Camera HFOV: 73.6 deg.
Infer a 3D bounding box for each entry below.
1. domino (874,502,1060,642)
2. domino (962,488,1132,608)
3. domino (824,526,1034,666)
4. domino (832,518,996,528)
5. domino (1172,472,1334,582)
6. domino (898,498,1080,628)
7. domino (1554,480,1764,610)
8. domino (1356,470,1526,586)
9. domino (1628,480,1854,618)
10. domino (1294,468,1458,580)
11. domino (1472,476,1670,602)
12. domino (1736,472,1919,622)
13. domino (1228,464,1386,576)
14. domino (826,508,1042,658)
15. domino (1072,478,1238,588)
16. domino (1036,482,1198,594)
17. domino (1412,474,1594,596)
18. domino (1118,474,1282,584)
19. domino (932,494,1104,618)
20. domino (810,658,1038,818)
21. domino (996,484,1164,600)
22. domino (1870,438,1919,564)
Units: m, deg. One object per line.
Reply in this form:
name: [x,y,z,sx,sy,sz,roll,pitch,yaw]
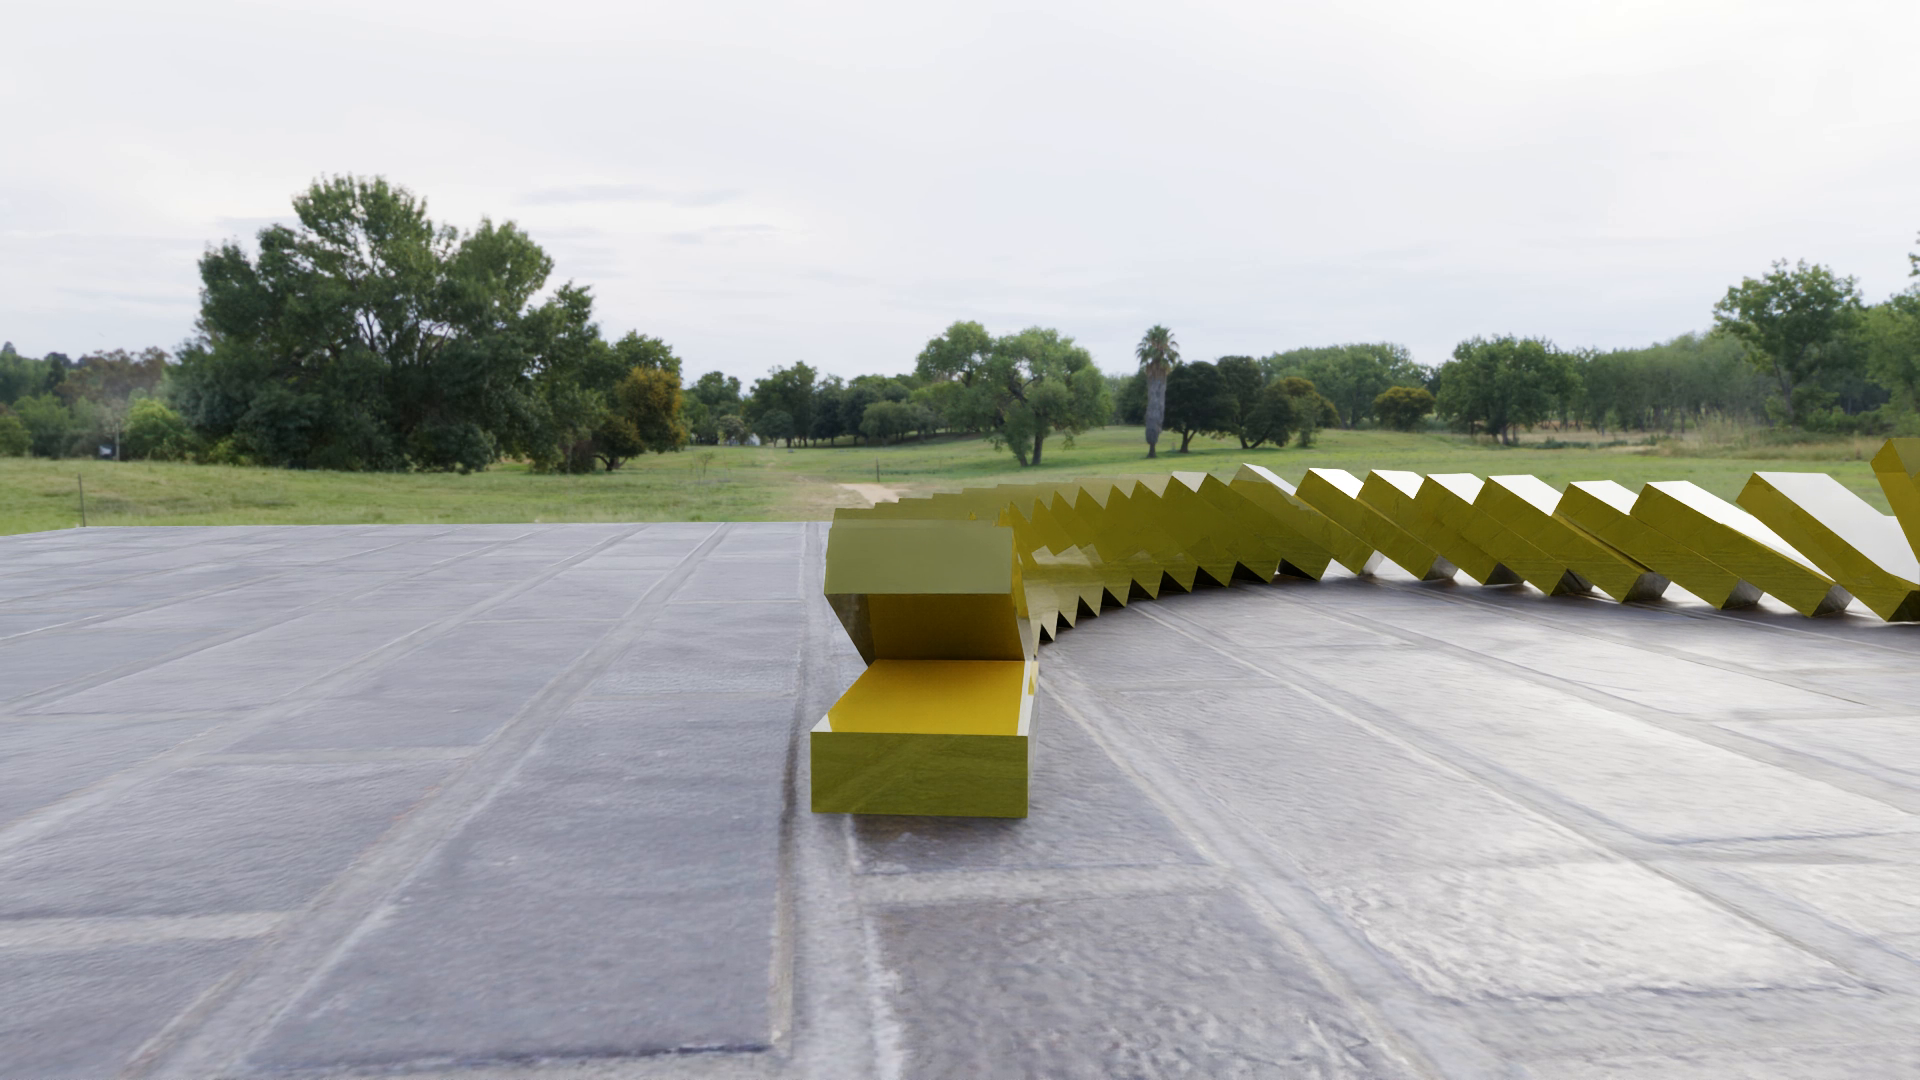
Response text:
domino: [0.002,0.007,0.260,0.025,0.010,0.050,2,-23,19]
domino: [0.022,0.002,0.322,0.025,0.009,0.050,3,-23,32]
domino: [-0.003,0.012,0.194,0.025,0.009,0.050,0,-23,7]
domino: [-0.004,0.011,0.217,0.025,0.010,0.050,1,-22,9]
domino: [0.090,-0.005,0.403,0.050,0.010,0.025,31,-4,-14]
domino: [0.007,0.006,0.282,0.025,0.010,0.050,2,-22,24]
domino: [0.192,0.000,0.351,0.025,0.009,0.050,-3,33,-39]
domino: [0.151,-0.004,0.398,0.025,0.010,0.050,0,33,-41]
domino: [0.205,0.001,0.336,0.025,0.009,0.050,-3,34,-39]
domino: [0.134,-0.005,0.410,0.025,0.009,0.050,-1,34,-48]
domino: [0.175,-0.001,0.365,0.025,0.009,0.050,-3,35,-39]
domino: [0.224,0.001,0.322,0.025,0.010,0.050,0,36,-18]
domino: [0.114,-0.007,0.418,0.050,0.010,0.025,38,17,24]
domino: [-0.003,0.009,0.240,0.025,0.010,0.050,1,-23,20]
domino: [0.056,-0.002,0.376,0.050,0.010,0.025,33,-17,-36]
domino: [0.043,0.000,0.358,0.025,0.010,0.050,4,-23,41]
domino: [0.162,-0.003,0.380,0.025,0.010,0.050,-3,35,-39]
domino: [0.071,-0.003,0.390,0.050,0.009,0.025,32,-12,-27]
domino: [0.014,0.004,0.301,0.025,0.010,0.050,2,-23,26]
domino: [-0.003,0.025,0.172,0.025,0.009,0.050,0,4,5]
domino: [0.032,0.001,0.341,0.025,0.009,0.050,3,-23,37]
domino: [0.239,-0.002,0.302,0.025,0.050,0.009,0,-37,5]
